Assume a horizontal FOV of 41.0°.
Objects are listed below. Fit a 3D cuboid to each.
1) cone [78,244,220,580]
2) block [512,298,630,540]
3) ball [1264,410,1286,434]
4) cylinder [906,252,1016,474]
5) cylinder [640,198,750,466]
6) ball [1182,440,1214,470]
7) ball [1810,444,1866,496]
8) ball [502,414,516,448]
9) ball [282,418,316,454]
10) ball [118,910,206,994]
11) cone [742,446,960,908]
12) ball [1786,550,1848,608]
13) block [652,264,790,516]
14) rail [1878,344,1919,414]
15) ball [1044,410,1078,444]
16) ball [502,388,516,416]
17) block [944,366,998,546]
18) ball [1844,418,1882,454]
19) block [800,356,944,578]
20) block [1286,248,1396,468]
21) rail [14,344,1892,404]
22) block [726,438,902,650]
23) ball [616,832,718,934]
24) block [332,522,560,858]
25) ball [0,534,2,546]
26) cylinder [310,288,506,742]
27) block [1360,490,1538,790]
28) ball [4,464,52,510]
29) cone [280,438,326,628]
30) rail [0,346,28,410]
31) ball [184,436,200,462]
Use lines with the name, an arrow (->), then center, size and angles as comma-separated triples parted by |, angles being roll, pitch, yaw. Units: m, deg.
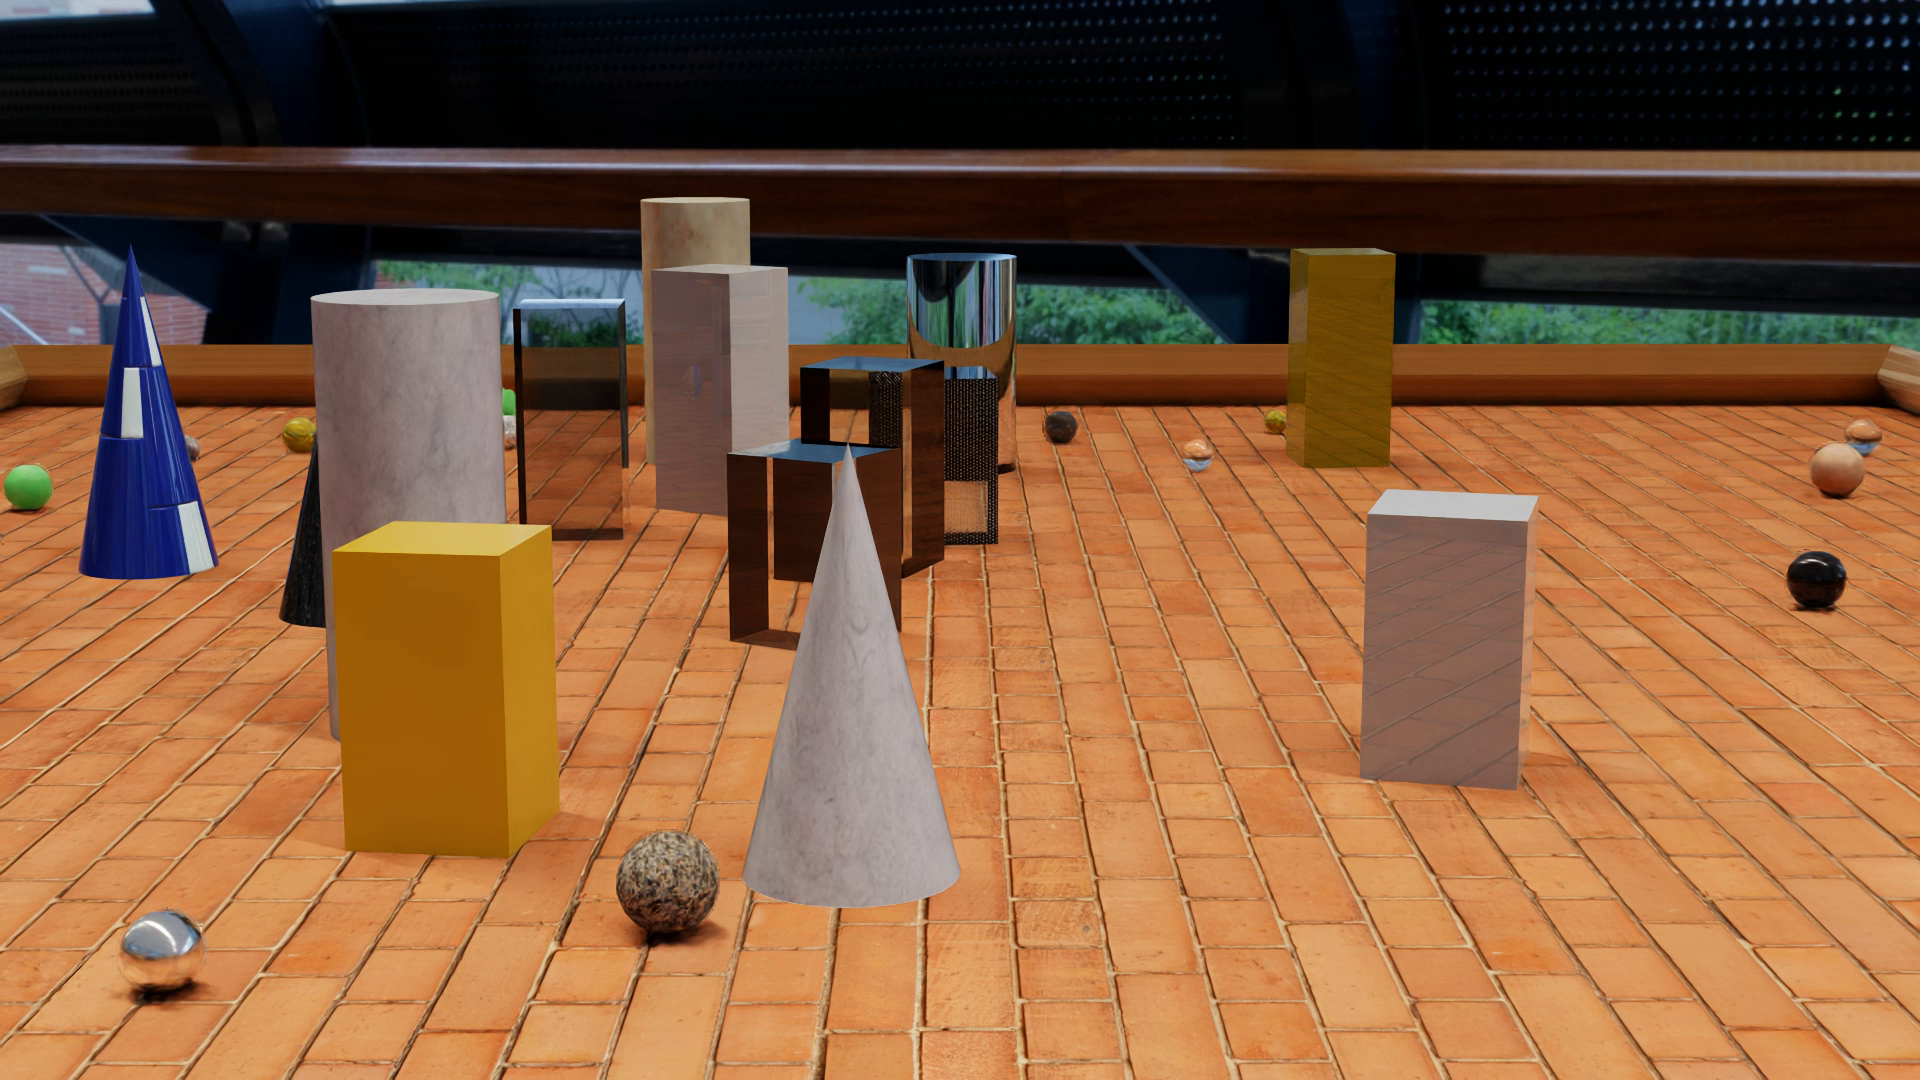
cone -> -1.195, -0.196, 3.739 | 0.200, 0.476, 0.200 | 0, 10, 0
block -> -0.608, -0.191, 4.031 | 0.160, 0.361, 0.160 | -1, 10, -3
ball -> 0.633, -0.236, 5.134 | 0.048, 0.048, 0.048 | 0, 10, 0
cylinder -> 0.003, -0.321, 4.667 | 0.200, 0.387, 0.200 | 0, 10, 0
cylinder -> -0.487, -0.387, 4.757 | 0.200, 0.483, 0.200 | 0, 10, 0
ball -> 0.433, -0.155, 4.669 | 0.058, 0.058, 0.058 | 0, 10, 0
ball -> 1.502, -0.120, 4.392 | 0.091, 0.091, 0.091 | 0, 10, 0
ball -> -0.870, -0.209, 4.942 | 0.065, 0.065, 0.065 | 0, 10, 0
ball -> -1.254, -0.198, 4.874 | 0.069, 0.069, 0.069 | 0, 10, 0
ball -> -0.634, 0.328, 2.039 | 0.066, 0.066, 0.066 | 0, 10, 0
cone -> -0.099, 0.108, 2.310 | 0.200, 0.398, 0.200 | 0, 10, 0
ball -> 1.164, 0.053, 3.486 | 0.079, 0.079, 0.079 | 0, 10, 0
block -> -0.396, -0.252, 4.265 | 0.160, 0.397, 0.160 | 6, 12, 31
rail -> 2.016, 0.031, 3.460 | 0.045, 0.130, 4.327 | 0, 10, 0
ball -> 0.197, -0.221, 5.007 | 0.065, 0.065, 0.065 | 0, 10, 0
ball -> -0.928, -0.266, 5.199 | 0.084, 0.084, 0.084 | 0, 10, 0
block -> -0.032, -0.132, 4.000 | 0.160, 0.258, 0.160 | -1, 11, -8
ball -> 1.711, -0.196, 4.861 | 0.069, 0.069, 0.069 | 0, 10, 0
block -> -0.127, -0.110, 3.763 | 0.160, 0.299, 0.160 | 4, 11, 21
block -> 0.703, -0.339, 4.754 | 0.160, 0.390, 0.160 | -1, 11, -5
rail -> -0.012, -0.356, 5.553 | 4.079, 0.130, 0.045 | 0, 10, 0
block -> -0.186, 0.005, 3.294 | 0.160, 0.244, 0.160 | 6, 12, 30
ball -> -0.248, 0.291, 2.178 | 0.087, 0.087, 0.087 | 0, 10, 0
block -> -0.487, 0.139, 2.451 | 0.160, 0.287, 0.160 | 1, 11, 8
ball -> -1.449, -0.001, 3.749 | 0.090, 0.090, 0.090 | 0, 10, 0
cylinder -> -0.599, -0.027, 2.817 | 0.200, 0.481, 0.200 | 0, 10, 0
block -> 0.513, 0.100, 2.684 | 0.160, 0.278, 0.160 | 3, 11, 16
ball -> -1.545, -0.087, 4.255 | 0.076, 0.076, 0.076 | 0, 10, 0
cone -> -0.817, -0.105, 3.427 | 0.200, 0.412, 0.200 | 0, 10, 0
rail -> -2.016, 0.035, 3.437 | 0.045, 0.130, 4.327 | 0, 10, 0
ball -> -1.434, -0.167, 4.747 | 0.054, 0.054, 0.054 | 0, 10, 0
